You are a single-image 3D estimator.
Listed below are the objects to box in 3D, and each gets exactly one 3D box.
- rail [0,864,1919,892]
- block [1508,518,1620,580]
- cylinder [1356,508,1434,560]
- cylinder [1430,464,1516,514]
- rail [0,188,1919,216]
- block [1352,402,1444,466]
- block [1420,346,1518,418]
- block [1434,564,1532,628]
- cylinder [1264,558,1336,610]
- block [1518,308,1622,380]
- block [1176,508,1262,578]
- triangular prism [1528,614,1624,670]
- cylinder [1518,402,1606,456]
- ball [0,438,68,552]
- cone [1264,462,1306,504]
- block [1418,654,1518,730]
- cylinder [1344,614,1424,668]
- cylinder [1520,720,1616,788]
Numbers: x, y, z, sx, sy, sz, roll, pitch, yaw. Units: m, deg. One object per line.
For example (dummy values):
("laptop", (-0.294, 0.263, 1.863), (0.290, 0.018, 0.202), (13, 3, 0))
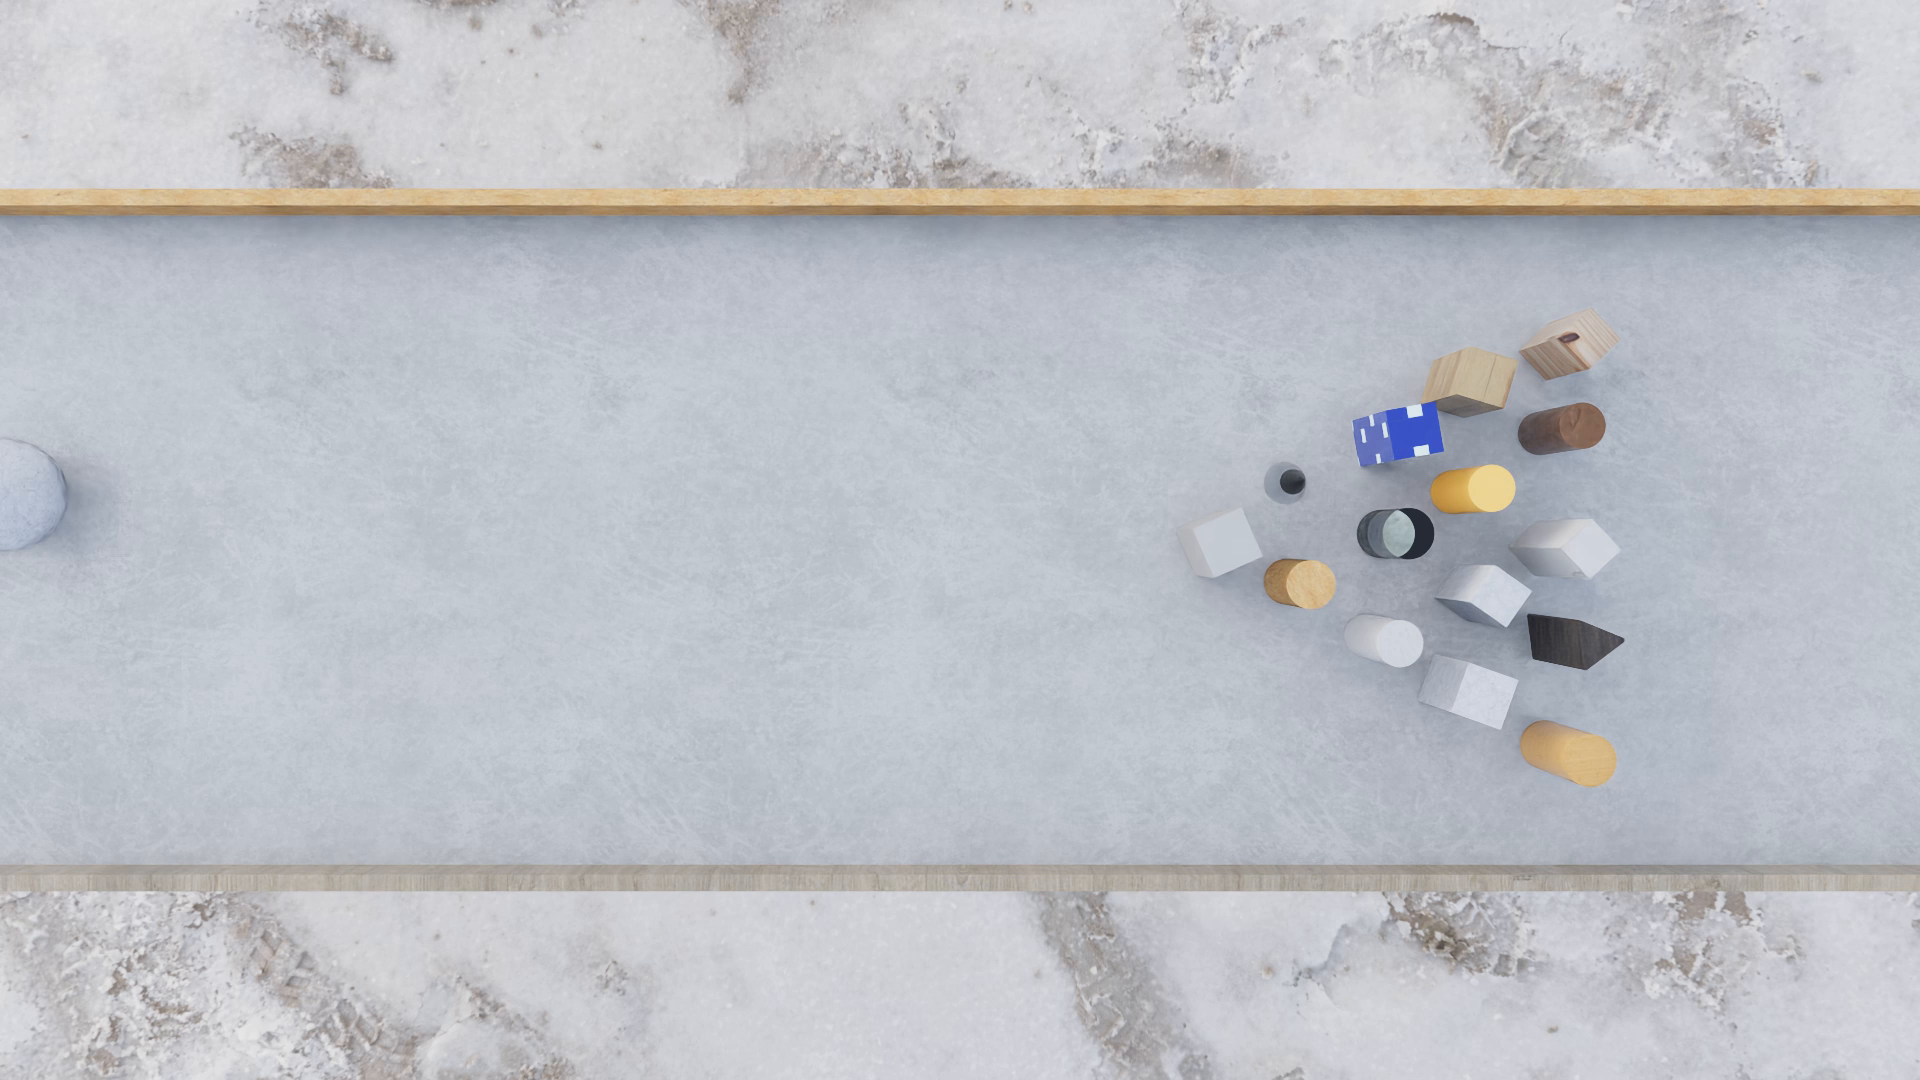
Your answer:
("rail", (-2.247, 1.025, 5.001), (12.000, 0.150, 0.050), (0, 90, 0))
("block", (1.770, 0.025, 4.852), (0.120, 0.449, 0.120), (-43, 90, 0))
("cylinder", (1.296, -0.019, 4.920), (0.150, 0.313, 0.150), (0, 90, 0))
("cylinder", (1.516, -0.147, 4.888), (0.135, 0.377, 0.135), (0, 90, 0))
("rail", (-2.247, -1.025, 5.002), (12.000, 0.150, 0.050), (0, 90, 0))
("block", (1.287, -0.308, 4.871), (0.143, 0.411, 0.143), (-10, 90, 0))
("block", (1.504, -0.464, 4.890), (0.143, 0.374, 0.143), (17, 90, 0))
("block", (1.546, 0.161, 4.894), (0.127, 0.366, 0.127), (35, 90, 0))
("cylinder", (1.005, 0.128, 4.898), (0.141, 0.357, 0.141), (0, 90, 0))
("block", (1.807, -0.579, 4.901), (0.125, 0.351, 0.125), (-44, 90, 0))
("block", (0.765, 0.007, 4.893), (0.153, 0.367, 0.153), (-24, 90, 0))
("triangular prism", (1.785, 0.276, 4.868), (0.141, 0.416, 0.122), (-37, 90, 0))
("cylinder", (1.784, -0.328, 4.902), (0.134, 0.350, 0.134), (0, 90, 0))
("ball", (-2.846, -0.136, 4.908), (0.337, 0.337, 0.337), (0, 90, 0))
("cone", (1.000, -0.175, 4.925), (0.130, 0.302, 0.130), (0, 90, 0))
("block", (1.505, 0.448, 4.902), (0.152, 0.348, 0.152), (20, 90, 0))
("cylinder", (1.249, 0.294, 4.880), (0.134, 0.393, 0.134), (0, 90, 0))
("cylinder", (1.799, 0.630, 4.892), (0.151, 0.370, 0.151), (0, 90, 0))
